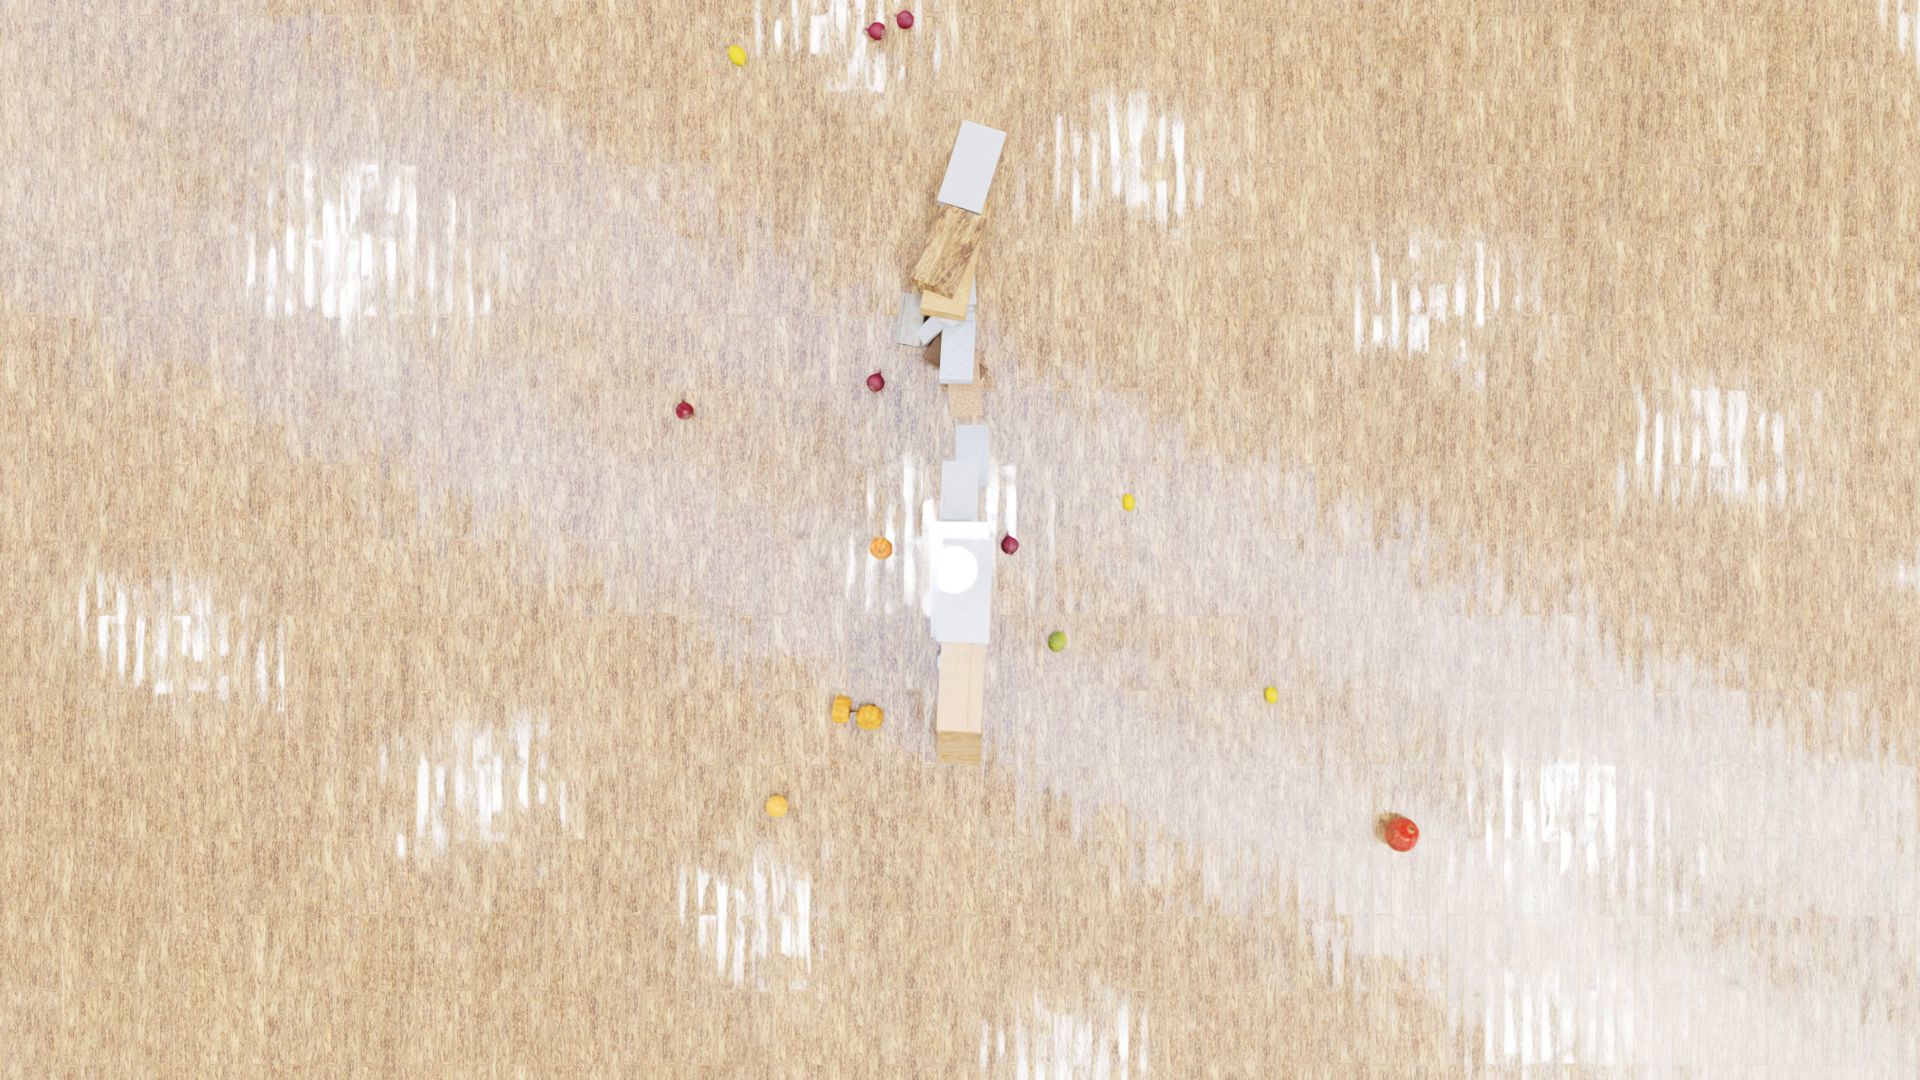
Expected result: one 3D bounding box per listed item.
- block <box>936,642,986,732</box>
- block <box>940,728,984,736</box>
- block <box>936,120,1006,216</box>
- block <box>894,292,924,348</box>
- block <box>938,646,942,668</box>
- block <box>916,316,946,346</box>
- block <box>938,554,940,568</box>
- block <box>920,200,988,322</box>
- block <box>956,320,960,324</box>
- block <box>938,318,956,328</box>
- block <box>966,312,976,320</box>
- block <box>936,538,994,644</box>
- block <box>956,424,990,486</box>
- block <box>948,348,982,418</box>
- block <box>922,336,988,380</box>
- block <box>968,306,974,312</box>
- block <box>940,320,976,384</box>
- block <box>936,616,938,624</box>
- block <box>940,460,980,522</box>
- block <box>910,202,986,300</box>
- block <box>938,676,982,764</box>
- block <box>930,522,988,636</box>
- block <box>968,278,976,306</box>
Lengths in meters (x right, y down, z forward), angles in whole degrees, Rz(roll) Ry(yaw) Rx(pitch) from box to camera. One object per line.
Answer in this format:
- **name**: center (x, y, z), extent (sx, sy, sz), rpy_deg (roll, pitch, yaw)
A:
- **block**: center (0.003, 0.437, 4.909), extent (0.131, 0.037, 0.262), rpy_deg (3, 89, 0)
- **block**: center (0.002, 0.552, 5.059), extent (0.131, 0.262, 0.037), rpy_deg (-4, 96, 0)
- **block**: center (0.038, -1.225, 5.447), extent (0.149, 0.042, 0.299), rpy_deg (17, 78, 0)
- **block**: center (-0.163, -0.732, 5.488), extent (0.084, 0.024, 0.168), rpy_deg (10, 90, 0)
- **block**: center (-0.002, 0.364, 5.143), extent (0.131, 0.428, 0.037), rpy_deg (1, 90, 0)
- **block**: center (-0.094, -0.696, 5.425), extent (0.113, 0.016, 0.056), rpy_deg (-40, 70, 43)
- **block**: center (0.010, 0.061, 4.945), extent (0.151, 0.302, 0.043), rpy_deg (0, 90, 0)
- **block**: center (-0.019, -0.928, 5.405), extent (0.149, 0.042, 0.435), rpy_deg (11, 70, 0)
- **block**: center (-0.017, -0.766, 5.403), extent (0.056, 0.016, 0.112), rpy_deg (10, 83, 1)
- **block**: center (-0.030, -0.751, 5.372), extent (0.056, 0.016, 0.113), rpy_deg (13, 70, 1)
- **block**: center (0.004, -0.661, 5.467), extent (0.093, 0.026, 0.185), rpy_deg (-1, 103, 0)
- **block**: center (0.014, 0.145, 4.772), extent (0.151, 0.043, 0.302), rpy_deg (3, 89, 0)
- **block**: center (0.041, -0.280, 5.434), extent (0.108, 0.031, 0.216), rpy_deg (0, 61, 0)
- **block**: center (0.013, -0.518, 5.449), extent (0.108, 0.031, 0.216), rpy_deg (-5, 107, 1)
- **block**: center (-0.015, -0.586, 5.456), extent (0.203, 0.024, 0.084), rpy_deg (32, 105, -9)
- **block**: center (-0.001, -0.782, 5.487), extent (0.093, 0.026, 0.185), rpy_deg (0, 90, 0)
- **block**: center (-0.007, -0.615, 5.386), extent (0.108, 0.031, 0.216), rpy_deg (2, 69, 4)
- **block**: center (0.004, 0.253, 4.944), extent (0.151, 0.301, 0.043), rpy_deg (0, 86, 0)
- **block**: center (-0.001, -0.151, 5.313), extent (0.117, 0.033, 0.234), rpy_deg (2, 55, 1)
- **block**: center (-0.037, -0.940, 5.363), extent (0.149, 0.042, 0.299), rpy_deg (22, 70, 4)
- **block**: center (0.001, 0.569, 5.210), extent (0.135, 0.038, 0.271), rpy_deg (0, 90, 0)
- **block**: center (-0.001, 0.122, 5.121), extent (0.177, 0.050, 0.354), rpy_deg (0, 90, 0)
- **block**: center (0.003, -0.866, 5.460), extent (0.093, 0.026, 0.185), rpy_deg (-3, 84, 0)
